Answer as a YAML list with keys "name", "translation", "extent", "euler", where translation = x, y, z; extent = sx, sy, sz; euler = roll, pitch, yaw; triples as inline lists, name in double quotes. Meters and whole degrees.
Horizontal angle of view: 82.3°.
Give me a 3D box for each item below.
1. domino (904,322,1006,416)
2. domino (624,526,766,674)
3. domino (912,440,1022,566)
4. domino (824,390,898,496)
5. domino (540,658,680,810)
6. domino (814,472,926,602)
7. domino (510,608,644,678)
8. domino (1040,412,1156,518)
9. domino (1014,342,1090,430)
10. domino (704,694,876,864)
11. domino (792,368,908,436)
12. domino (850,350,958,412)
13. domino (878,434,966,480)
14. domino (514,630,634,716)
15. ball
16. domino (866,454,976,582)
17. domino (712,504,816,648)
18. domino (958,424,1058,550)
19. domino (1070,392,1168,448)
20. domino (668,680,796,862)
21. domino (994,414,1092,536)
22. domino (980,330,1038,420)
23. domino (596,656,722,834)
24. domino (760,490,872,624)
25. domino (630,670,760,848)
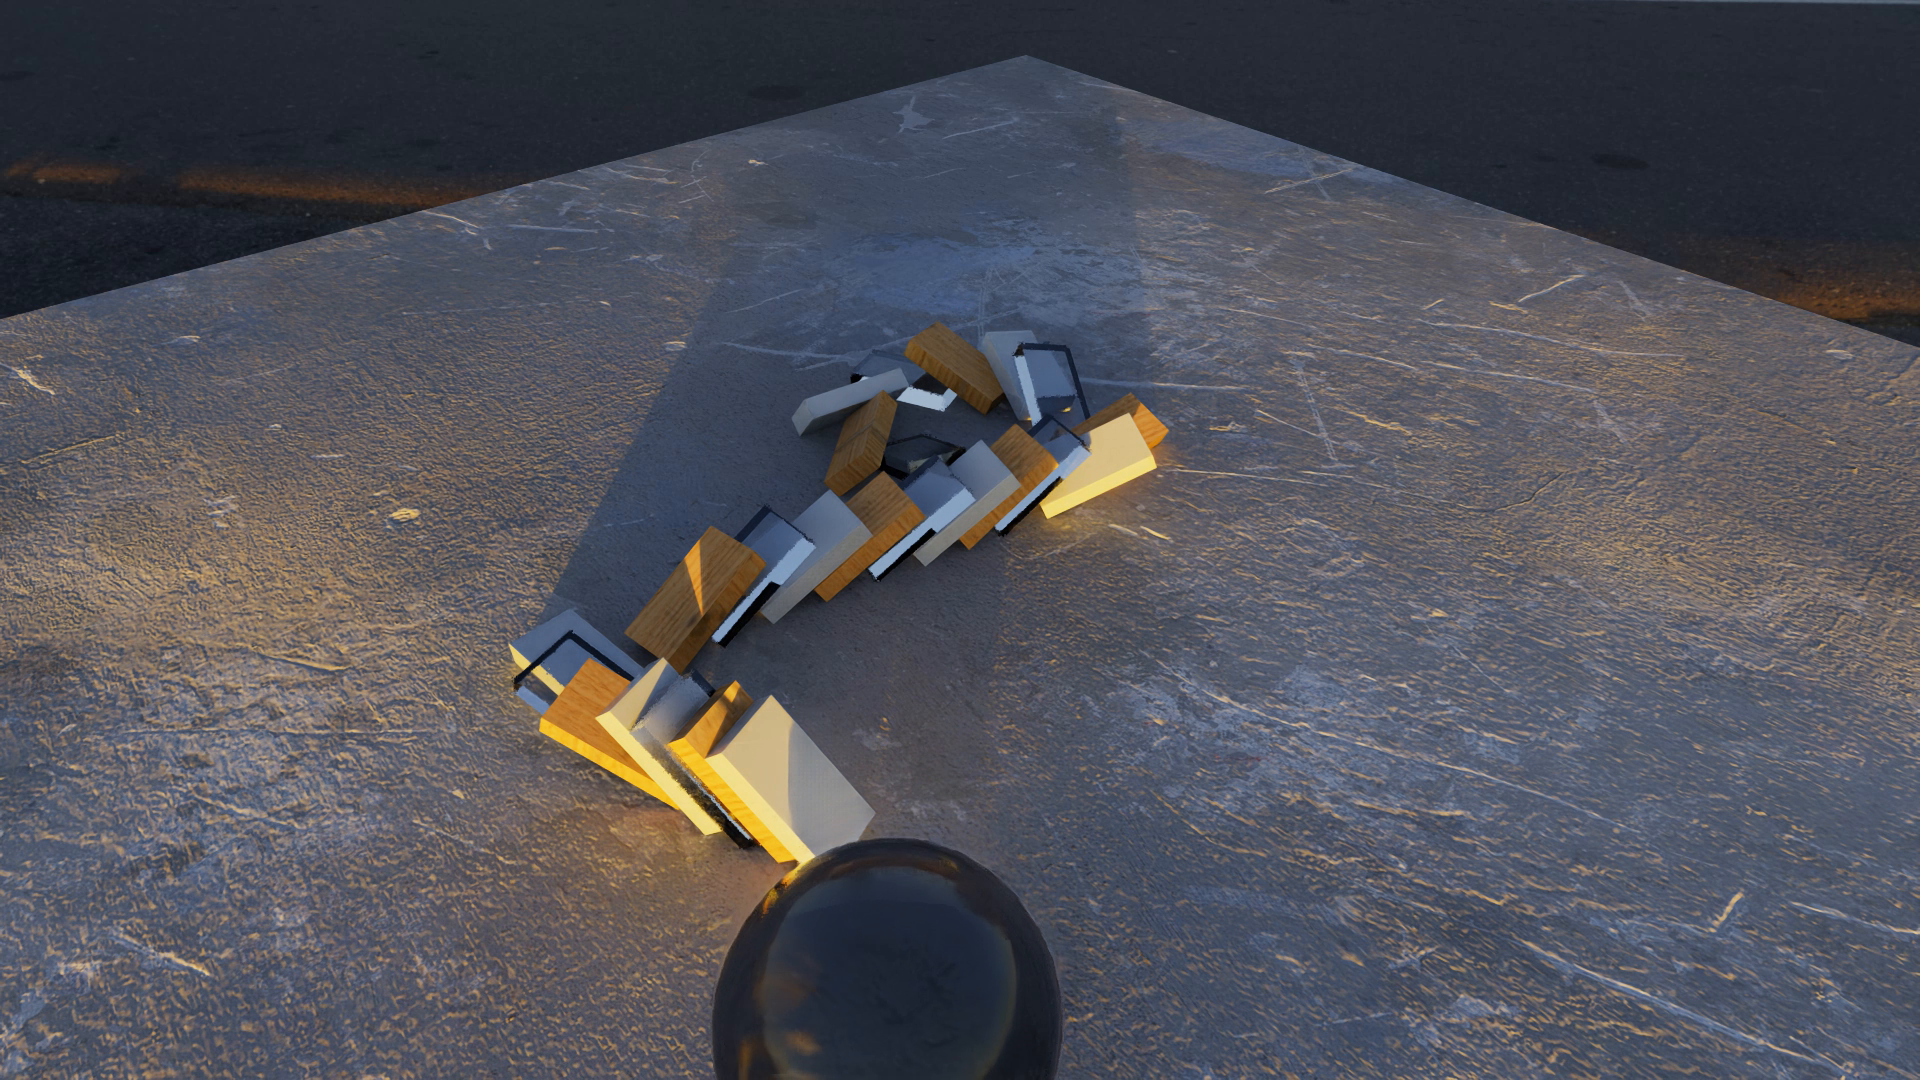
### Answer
- name: "domino"
  translation: [0.001, -0.083, 0.530]
  extent: [0.050, 0.010, 0.025]
  euler: [38, 46, 9]
- name: "domino"
  translation: [-0.096, 0.021, 0.400]
  extent: [0.025, 0.009, 0.050]
  euler: [27, 73, 32]
- name: "domino"
  translation: [-0.003, -0.015, 0.442]
  extent: [0.050, 0.009, 0.025]
  euler: [-40, 49, 2]
- name: "domino"
  translation: [-0.043, -0.043, 0.485]
  extent: [0.025, 0.009, 0.050]
  euler: [-33, 28, 29]
- name: "domino"
  translation: [-0.104, 0.061, 0.350]
  extent: [0.050, 0.009, 0.025]
  euler: [30, 49, -2]
- name: "domino"
  translation: [-0.041, -0.002, 0.428]
  extent: [0.050, 0.010, 0.025]
  euler: [-41, 48, -3]
- name: "domino"
  translation: [-0.134, 0.045, 0.388]
  extent: [0.050, 0.010, 0.025]
  euler: [30, 48, 31]
- name: "domino"
  translation: [0.054, -0.031, 0.463]
  extent: [0.050, 0.010, 0.025]
  euler: [-25, 56, 5]
- name: "domino"
  translation: [0.043, -0.068, 0.508]
  extent: [0.025, 0.010, 0.050]
  euler: [-1, 60, -22]
- name: "domino"
  translation: [-0.050, 0.073, 0.327]
  extent: [0.010, 0.050, 0.025]
  euler: [-25, 19, 43]
- name: "domino"
  translation: [-0.051, -0.064, 0.509]
  extent: [0.050, 0.025, 0.009]
  euler: [-23, 86, -25]
- name: "domino"
  translation: [-0.026, -0.079, 0.540]
  extent: [0.050, 0.010, 0.025]
  euler: [16, 42, 18]
- name: "domino"
  translation: [-0.018, -0.035, 0.470]
  extent: [0.025, 0.009, 0.050]
  euler: [-17, 18, -19]
- name: "domino"
  translation: [-0.118, 0.054, 0.363]
  extent: [0.050, 0.009, 0.025]
  euler: [35, 49, 7]
- name: "ball"
  translation: [-0.016, 0.110, 0.254]
  extent: [0.080, 0.080, 0.080]
  euler: [0, 39, 0]
- name: "domino"
  translation: [-0.021, -0.009, 0.435]
  extent: [0.050, 0.010, 0.025]
  euler: [-40, 48, 0]
- name: "domino"
  translation: [-0.080, 0.013, 0.410]
  extent: [0.025, 0.010, 0.050]
  euler: [33, 76, 34]
- name: "domino"
  translation: [0.013, -0.022, 0.450]
  extent: [0.050, 0.010, 0.025]
  euler: [-43, 49, -1]
- name: "domino"
  translation: [0.068, -0.045, 0.491]
  extent: [0.050, 0.009, 0.025]
  euler: [-33, 74, -34]
- name: "domino"
  translation: [-0.061, 0.070, 0.331]
  extent: [0.010, 0.050, 0.025]
  euler: [-25, 19, 43]
- name: "domino"
  translation: [0.027, -0.027, 0.458]
  extent: [0.050, 0.009, 0.025]
  euler: [-43, 49, -1]
- name: "domino"
  translation: [0.031, -0.079, 0.526]
  extent: [0.025, 0.010, 0.050]
  euler: [-7, 55, -25]
- name: "domino"
  translation: [-0.085, 0.064, 0.339]
  extent: [0.010, 0.050, 0.025]
  euler: [-25, 19, 43]
- name: "domino"
  translation: [-0.060, 0.006, 0.419]
  extent: [0.050, 0.010, 0.025]
  euler: [-42, 50, -6]
- name: "domino"
  translation: [-0.073, 0.067, 0.335]
  extent: [0.010, 0.050, 0.025]
  euler: [-25, 20, 43]
